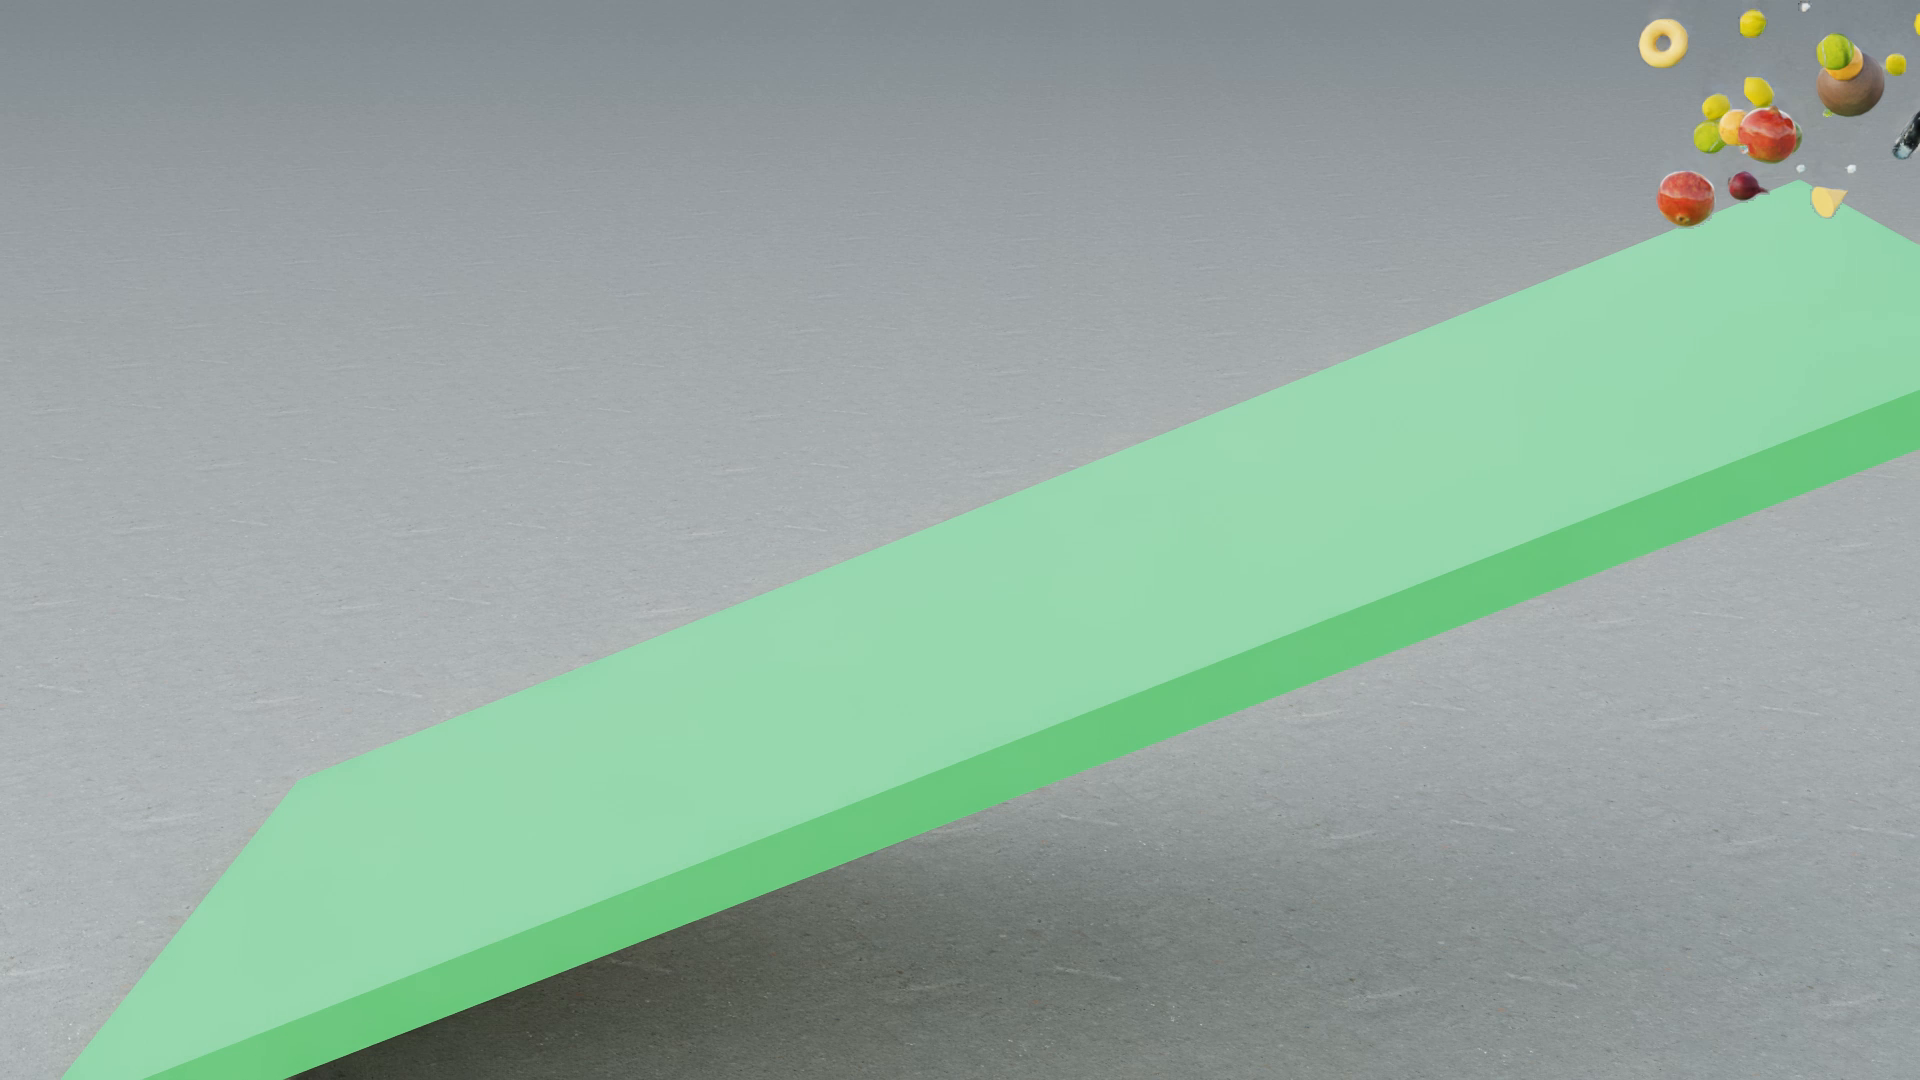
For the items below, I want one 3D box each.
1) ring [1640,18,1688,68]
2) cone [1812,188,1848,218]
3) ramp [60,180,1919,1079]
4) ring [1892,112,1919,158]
[{"bbox_3d":[1.443,-1.018,6.030,0.101,0.101,0.034,8,6,28],"label":"ring"},{"bbox_3d":[1.707,-0.669,5.733,0.063,0.063,0.063,-23,21,-16],"label":"cone"},{"bbox_3d":[0.128,0.172,6.287,4.000,0.100,2.000,-22,12,8],"label":"ramp"},{"bbox_3d":[1.930,-0.823,5.951,0.039,0.116,0.116,36,21,5],"label":"ring"}]
